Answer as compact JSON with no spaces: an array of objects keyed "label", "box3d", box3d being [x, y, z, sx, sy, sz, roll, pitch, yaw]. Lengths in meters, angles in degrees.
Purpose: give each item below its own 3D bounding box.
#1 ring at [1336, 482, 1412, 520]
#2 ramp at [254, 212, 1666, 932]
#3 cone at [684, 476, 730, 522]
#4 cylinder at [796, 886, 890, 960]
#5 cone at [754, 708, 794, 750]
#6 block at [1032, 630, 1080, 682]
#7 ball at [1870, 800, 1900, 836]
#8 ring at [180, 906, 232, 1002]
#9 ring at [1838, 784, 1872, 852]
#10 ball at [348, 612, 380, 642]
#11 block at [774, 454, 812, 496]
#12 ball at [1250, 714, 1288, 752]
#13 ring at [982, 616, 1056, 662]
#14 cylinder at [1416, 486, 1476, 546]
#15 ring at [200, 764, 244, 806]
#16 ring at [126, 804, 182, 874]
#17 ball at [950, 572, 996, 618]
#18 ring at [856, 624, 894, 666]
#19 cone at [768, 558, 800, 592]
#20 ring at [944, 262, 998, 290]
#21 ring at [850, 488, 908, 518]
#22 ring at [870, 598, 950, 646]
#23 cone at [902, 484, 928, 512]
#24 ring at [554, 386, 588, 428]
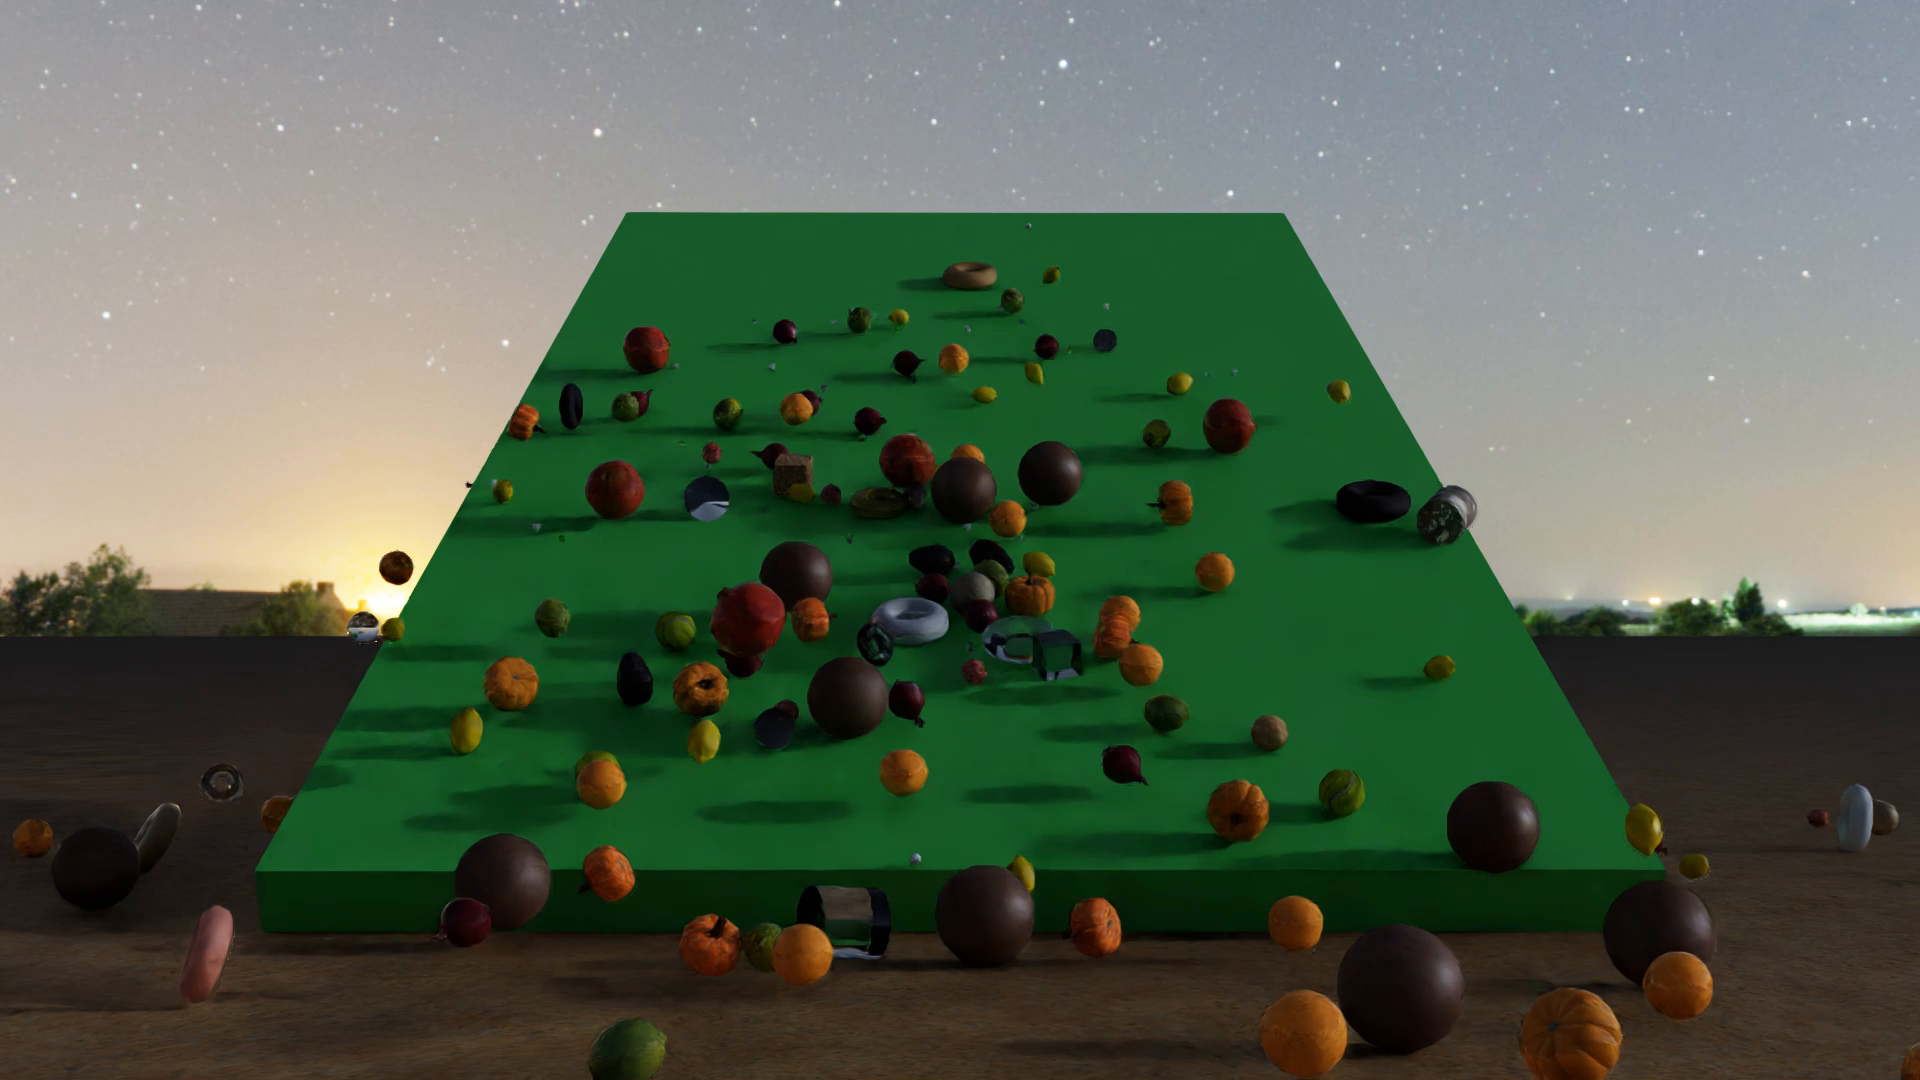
[{"label":"ring","box3d":[0.826,-0.079,4.568,0.148,0.049,0.148,0,20,0]},{"label":"ramp","box3d":[-0.006,-0.218,5.121,2.000,0.100,4.000,0,21,0]},{"label":"cone","box3d":[-0.509,-0.077,4.569,0.090,0.090,0.090,0,-6,-10]},{"label":"cylinder","box3d":[-0.151,0.495,2.959,0.093,0.093,0.093,6,-5,-26]},{"label":"cone","box3d":[-0.301,0.300,3.626,0.065,0.065,0.065,1,-7,-19]},{"label":"block","box3d":[0.162,0.194,3.855,0.061,0.061,0.061,-8,23,-20]},{"label":"ball","box3d":[1.938,0.585,4.819,0.073,0.073,0.073,0,-2,0]},{"label":"ring","box3d":[-0.866,0.476,2.628,0.037,0.112,0.112,19,-9,-19]},{"label":"ring","box3d":[1.749,0.543,4.472,0.044,0.132,0.132,6,-1,9]},{"label":"ball","box3d":[-1.132,0.165,4.343,0.058,0.058,0.058,0,-2,0]},{"label":"block","box3d":[-0.341,-0.132,4.674,0.067,0.067,0.067,3,22,7]},{"label":"ball","box3d":[0.485,0.302,3.585,0.058,0.058,0.058,0,-2,0]},{"label":"ring","box3d":[0.104,0.171,3.937,0.134,0.045,0.134,-1,23,0]},{"label":"cylinder","box3d":[0.943,-0.048,4.432,0.091,0.091,0.091,-1,18,30]},{"label":"ring","box3d":[-1.798,0.597,5.578,0.105,0.105,0.035,0,-1,-9]},{"label":"ring","box3d":[-1.410,0.522,4.005,0.045,0.135,0.135,33,-15,-20]},{"label":"ball","box3d":[0.023,0.097,4.073,0.081,0.081,0.081,0,-2,0]},{"label":"ring","box3d":[-0.145,0.178,3.888,0.025,0.075,0.075,-29,-21,38]},{"label":"cone","box3d":[-0.323,0.058,4.200,0.059,0.059,0.059,0,21,0]},{"label":"ring","box3d":[0.028,-0.714,6.180,0.146,0.049,0.146,-1,22,0]},{"label":"ring","box3d":[-0.163,-0.074,4.564,0.116,0.039,0.116,2,21,-1]},{"label":"ring","box3d":[-0.088,0.143,4.004,0.140,0.047,0.140,0,23,0]},{"label":"cone","box3d":[-0.086,-0.074,4.575,0.052,0.052,0.052,1,41,-14]},{"label":"ring","box3d":[-0.848,-0.292,4.993,0.033,0.100,0.100,-23,-9,16]}]
